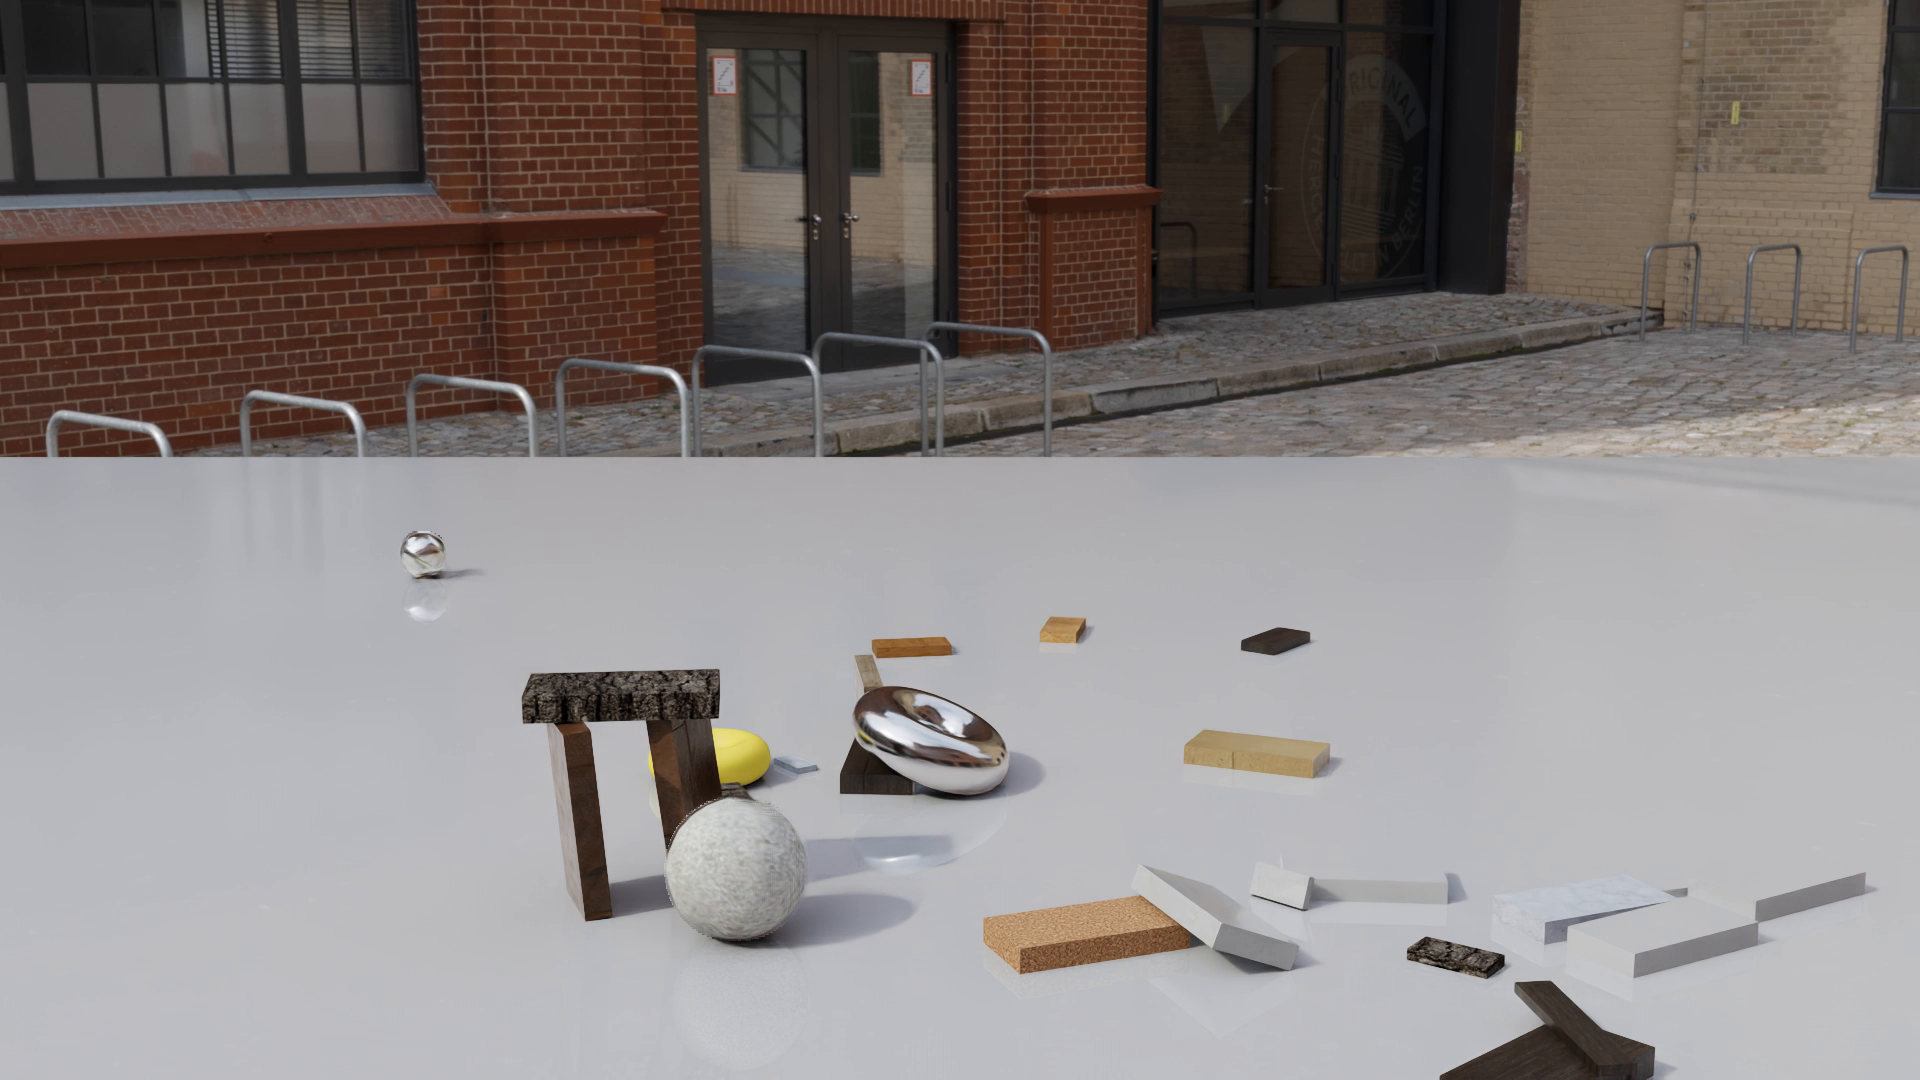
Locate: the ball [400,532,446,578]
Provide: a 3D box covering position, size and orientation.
[{"bbox_3d":[-1.529,0.043,6.260,0.130,0.130,0.130,0,11,0],"label":"ball"}]

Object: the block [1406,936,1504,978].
[{"bbox_3d":[0.757,0.638,3.361,0.131,0.018,0.065,8,13,36],"label":"block"}]

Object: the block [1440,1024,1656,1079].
[{"bbox_3d":[0.779,0.710,2.914,0.288,0.041,0.144,-10,14,-42],"label":"block"}]

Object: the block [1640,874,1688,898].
[{"bbox_3d":[1.188,0.581,3.676,0.108,0.015,0.054,-3,11,-18],"label":"block"}]

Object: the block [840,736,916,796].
[{"bbox_3d":[-0.152,0.443,4.351,0.140,0.040,0.280,1,11,4],"label":"block"}]

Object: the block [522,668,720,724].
[{"bbox_3d":[-0.553,0.256,3.615,0.313,0.044,0.157,-1,11,-5],"label":"block"}]

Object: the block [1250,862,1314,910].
[{"bbox_3d":[0.531,0.570,3.626,0.108,0.054,0.015,10,-3,44],"label":"block"}]

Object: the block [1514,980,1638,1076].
[{"bbox_3d":[0.838,0.664,3.004,0.054,0.015,0.288,-1,11,-7],"label":"block"}]

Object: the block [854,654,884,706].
[{"bbox_3d":[-0.192,0.342,4.623,0.040,0.140,0.280,-1,11,-7],"label":"block"}]

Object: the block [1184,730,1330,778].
[{"bbox_3d":[0.598,0.430,4.429,0.265,0.038,0.133,5,11,23],"label":"block"}]

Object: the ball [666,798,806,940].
[{"bbox_3d":[-0.351,0.517,3.460,0.220,0.220,0.220,0,11,0],"label":"ball"}]

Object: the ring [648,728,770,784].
[{"bbox_3d":[-0.492,0.430,4.316,0.240,0.080,0.240,-1,10,0],"label":"ring"}]

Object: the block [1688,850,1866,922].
[{"bbox_3d":[1.356,0.574,3.652,0.272,0.039,0.136,-6,12,-31],"label":"block"}]

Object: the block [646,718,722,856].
[{"bbox_3d":[-0.449,0.430,3.665,0.044,0.313,0.157,-5,9,16],"label":"block"}]

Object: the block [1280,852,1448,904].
[{"bbox_3d":[0.675,0.567,3.691,0.265,0.038,0.133,1,11,5],"label":"block"}]

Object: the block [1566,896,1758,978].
[{"bbox_3d":[1.094,0.616,3.423,0.272,0.039,0.136,-6,12,-30],"label":"block"}]

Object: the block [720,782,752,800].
[{"bbox_3d":[-0.442,0.506,4.015,0.140,0.040,0.280,-3,11,-18],"label":"block"}]

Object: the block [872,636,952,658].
[{"bbox_3d":[-0.119,0.262,5.364,0.183,0.026,0.091,-2,11,-10],"label":"block"}]

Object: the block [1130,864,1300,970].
[{"bbox_3d":[0.394,0.587,3.435,0.144,0.041,0.288,20,2,-23],"label":"block"}]

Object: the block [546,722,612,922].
[{"bbox_3d":[-0.622,0.445,3.585,0.044,0.313,0.157,-9,13,-20],"label":"block"}]

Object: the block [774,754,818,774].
[{"bbox_3d":[-0.329,0.448,4.396,0.045,0.013,0.091,-7,13,-35],"label":"block"}]

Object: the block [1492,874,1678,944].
[{"bbox_3d":[1.009,0.594,3.545,0.266,0.038,0.133,-4,11,-23],"label":"block"}]

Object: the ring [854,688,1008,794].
[{"bbox_3d":[-0.057,0.388,4.286,0.325,0.108,0.325,21,12,-5],"label":"ring"}]

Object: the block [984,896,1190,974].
[{"bbox_3d":[0.197,0.613,3.432,0.288,0.041,0.144,-4,11,-22],"label":"block"}]

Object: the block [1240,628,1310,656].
[{"bbox_3d":[0.780,0.250,5.431,0.091,0.026,0.183,8,13,37],"label":"block"}]

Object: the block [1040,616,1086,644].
[{"bbox_3d":[0.260,0.227,5.555,0.091,0.026,0.183,2,11,11],"label":"block"}]
